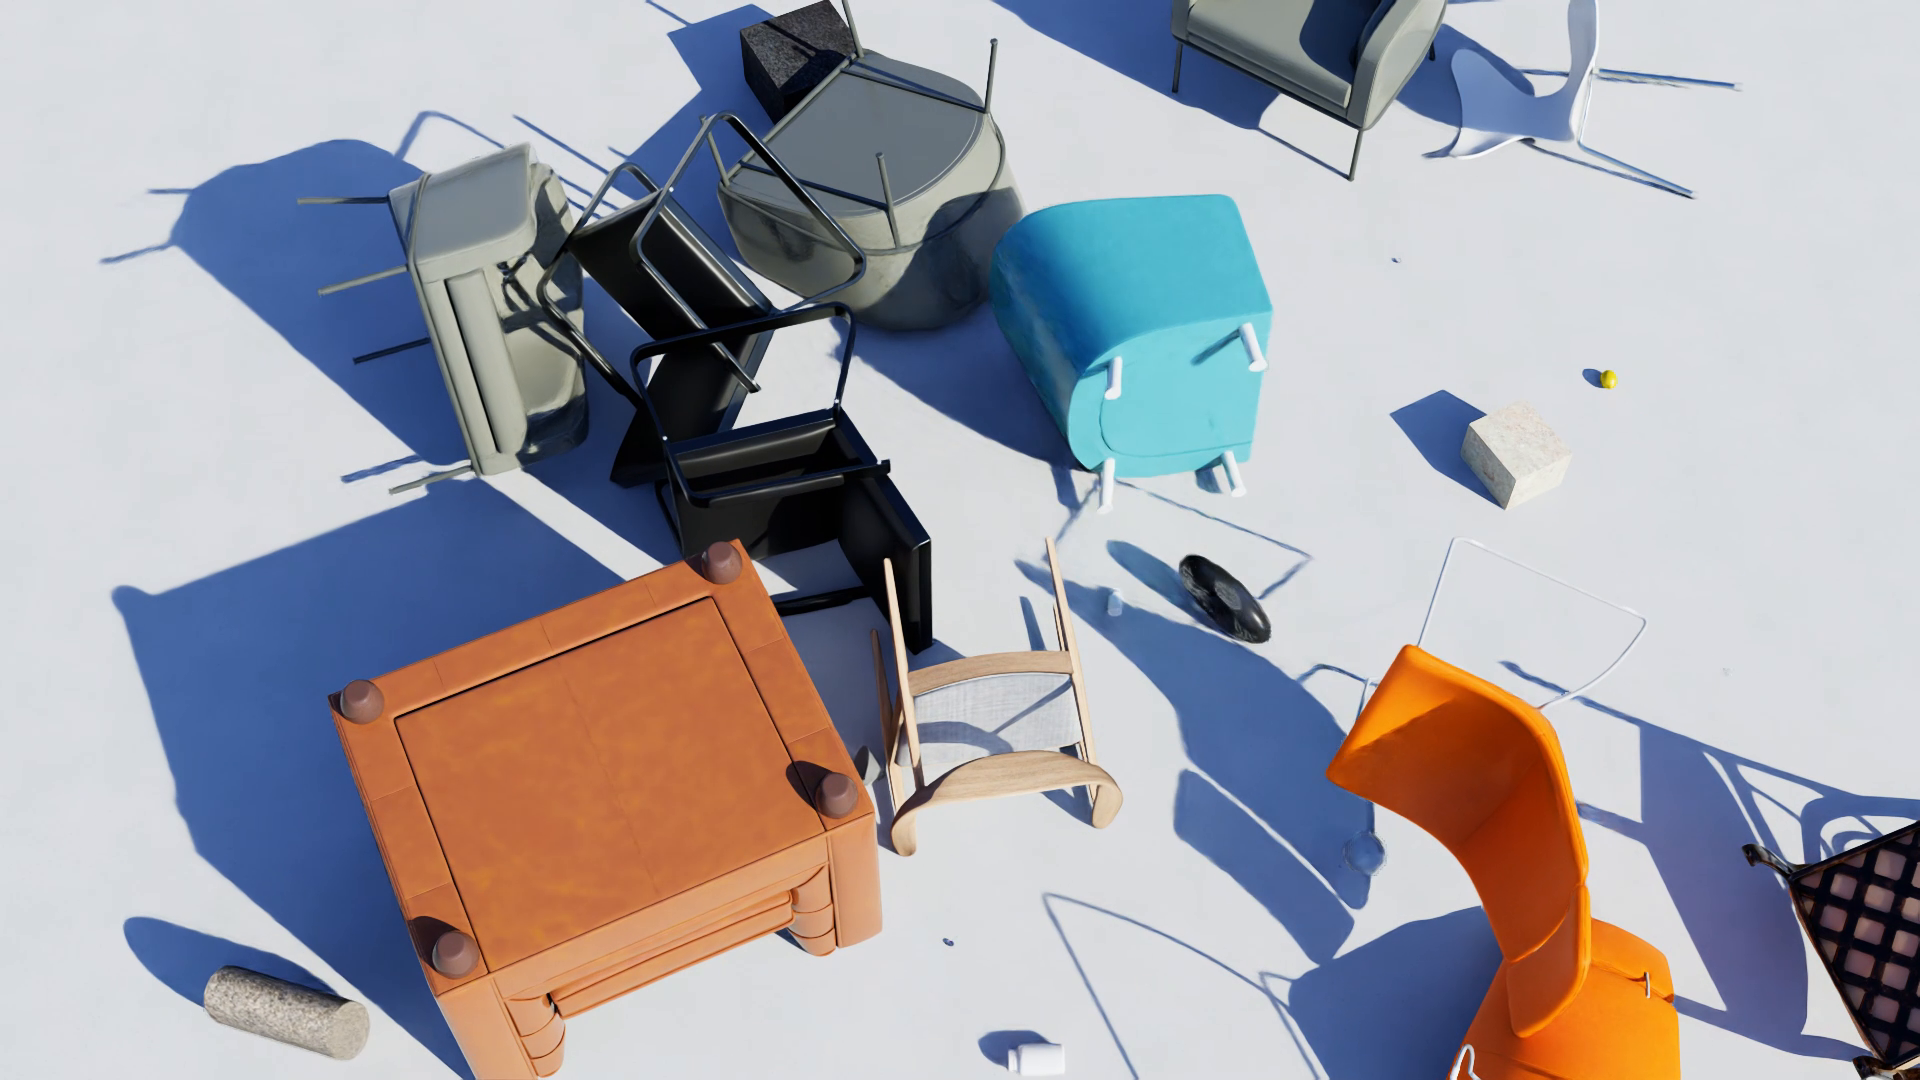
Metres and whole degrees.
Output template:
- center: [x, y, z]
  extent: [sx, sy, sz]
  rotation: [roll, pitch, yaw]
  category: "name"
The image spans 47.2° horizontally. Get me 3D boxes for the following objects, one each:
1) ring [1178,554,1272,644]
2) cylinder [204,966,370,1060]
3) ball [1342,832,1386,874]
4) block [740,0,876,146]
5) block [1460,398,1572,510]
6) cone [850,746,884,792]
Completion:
- center: [0.763, 0.171, 6.341]
  extent: [0.082, 0.196, 0.345]
  rotation: [-42, 78, -19]
  category: "ring"
- center: [-1.708, 1.203, 5.595]
  extent: [0.339, 0.291, 0.147]
  rotation: [14, 70, 9]
  category: "cylinder"
- center: [1.092, 0.845, 5.937]
  extent: [0.115, 0.115, 0.115]
  rotation: [0, 56, 0]
  category: "ball"
- center: [-0.519, -1.599, 7.508]
  extent: [0.334, 0.231, 0.353]
  rotation: [-23, 59, -15]
  category: "block"
- center: [1.680, -0.260, 6.652]
  extent: [0.206, 0.159, 0.238]
  rotation: [-24, 59, -15]
  category: "block"
- center: [-0.244, 0.644, 6.113]
  extent: [0.086, 0.135, 0.085]
  rotation: [15, 5, -31]
  category: "cone"
